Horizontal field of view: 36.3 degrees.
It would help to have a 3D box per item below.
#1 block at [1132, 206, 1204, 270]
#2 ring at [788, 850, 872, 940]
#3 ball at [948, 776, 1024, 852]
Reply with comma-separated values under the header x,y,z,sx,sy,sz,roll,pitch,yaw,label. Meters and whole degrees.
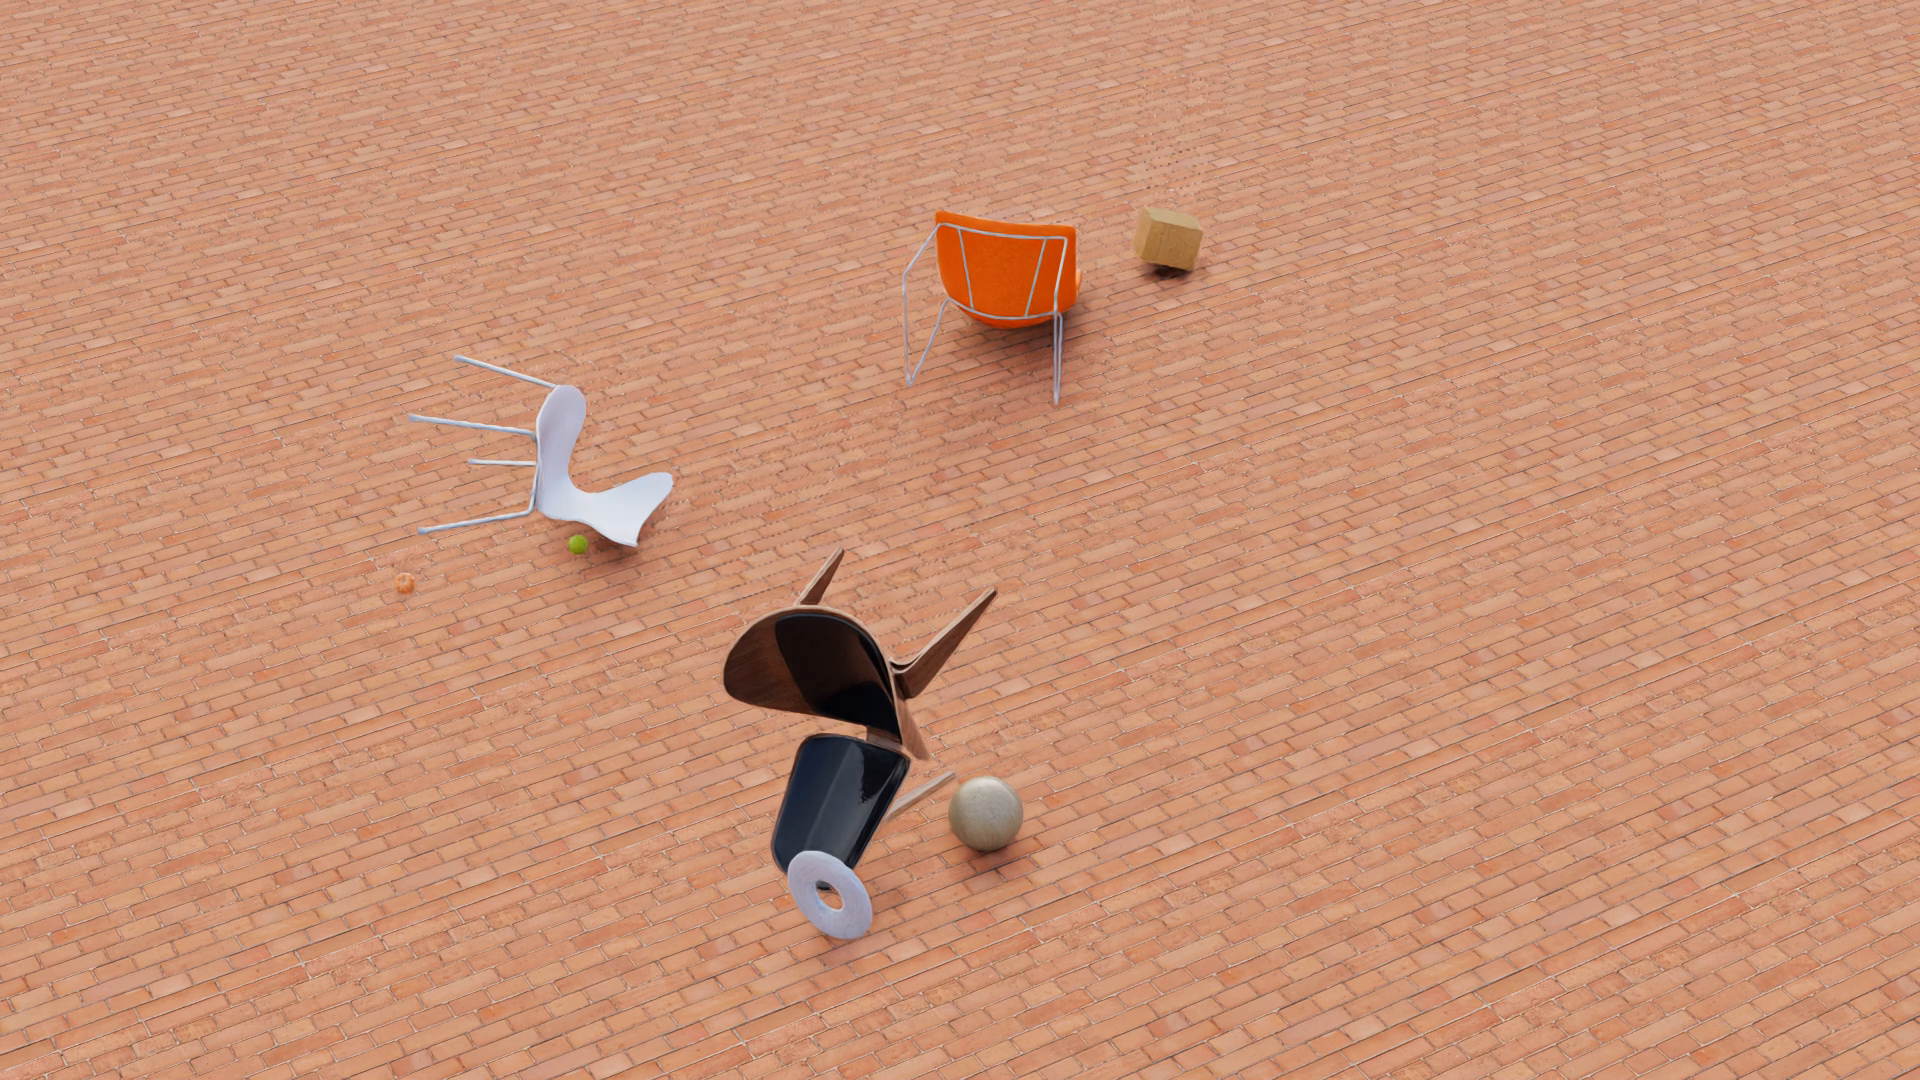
x,y,z,sx,sy,sz,roll,pitch,yaw,label
0.898,-1.307,12.688,0.236,0.185,0.204,11,22,-13,block
-0.401,1.090,9.001,0.315,0.322,0.045,-19,14,44,ring
0.083,0.876,9.395,0.242,0.242,0.242,0,33,0,ball
